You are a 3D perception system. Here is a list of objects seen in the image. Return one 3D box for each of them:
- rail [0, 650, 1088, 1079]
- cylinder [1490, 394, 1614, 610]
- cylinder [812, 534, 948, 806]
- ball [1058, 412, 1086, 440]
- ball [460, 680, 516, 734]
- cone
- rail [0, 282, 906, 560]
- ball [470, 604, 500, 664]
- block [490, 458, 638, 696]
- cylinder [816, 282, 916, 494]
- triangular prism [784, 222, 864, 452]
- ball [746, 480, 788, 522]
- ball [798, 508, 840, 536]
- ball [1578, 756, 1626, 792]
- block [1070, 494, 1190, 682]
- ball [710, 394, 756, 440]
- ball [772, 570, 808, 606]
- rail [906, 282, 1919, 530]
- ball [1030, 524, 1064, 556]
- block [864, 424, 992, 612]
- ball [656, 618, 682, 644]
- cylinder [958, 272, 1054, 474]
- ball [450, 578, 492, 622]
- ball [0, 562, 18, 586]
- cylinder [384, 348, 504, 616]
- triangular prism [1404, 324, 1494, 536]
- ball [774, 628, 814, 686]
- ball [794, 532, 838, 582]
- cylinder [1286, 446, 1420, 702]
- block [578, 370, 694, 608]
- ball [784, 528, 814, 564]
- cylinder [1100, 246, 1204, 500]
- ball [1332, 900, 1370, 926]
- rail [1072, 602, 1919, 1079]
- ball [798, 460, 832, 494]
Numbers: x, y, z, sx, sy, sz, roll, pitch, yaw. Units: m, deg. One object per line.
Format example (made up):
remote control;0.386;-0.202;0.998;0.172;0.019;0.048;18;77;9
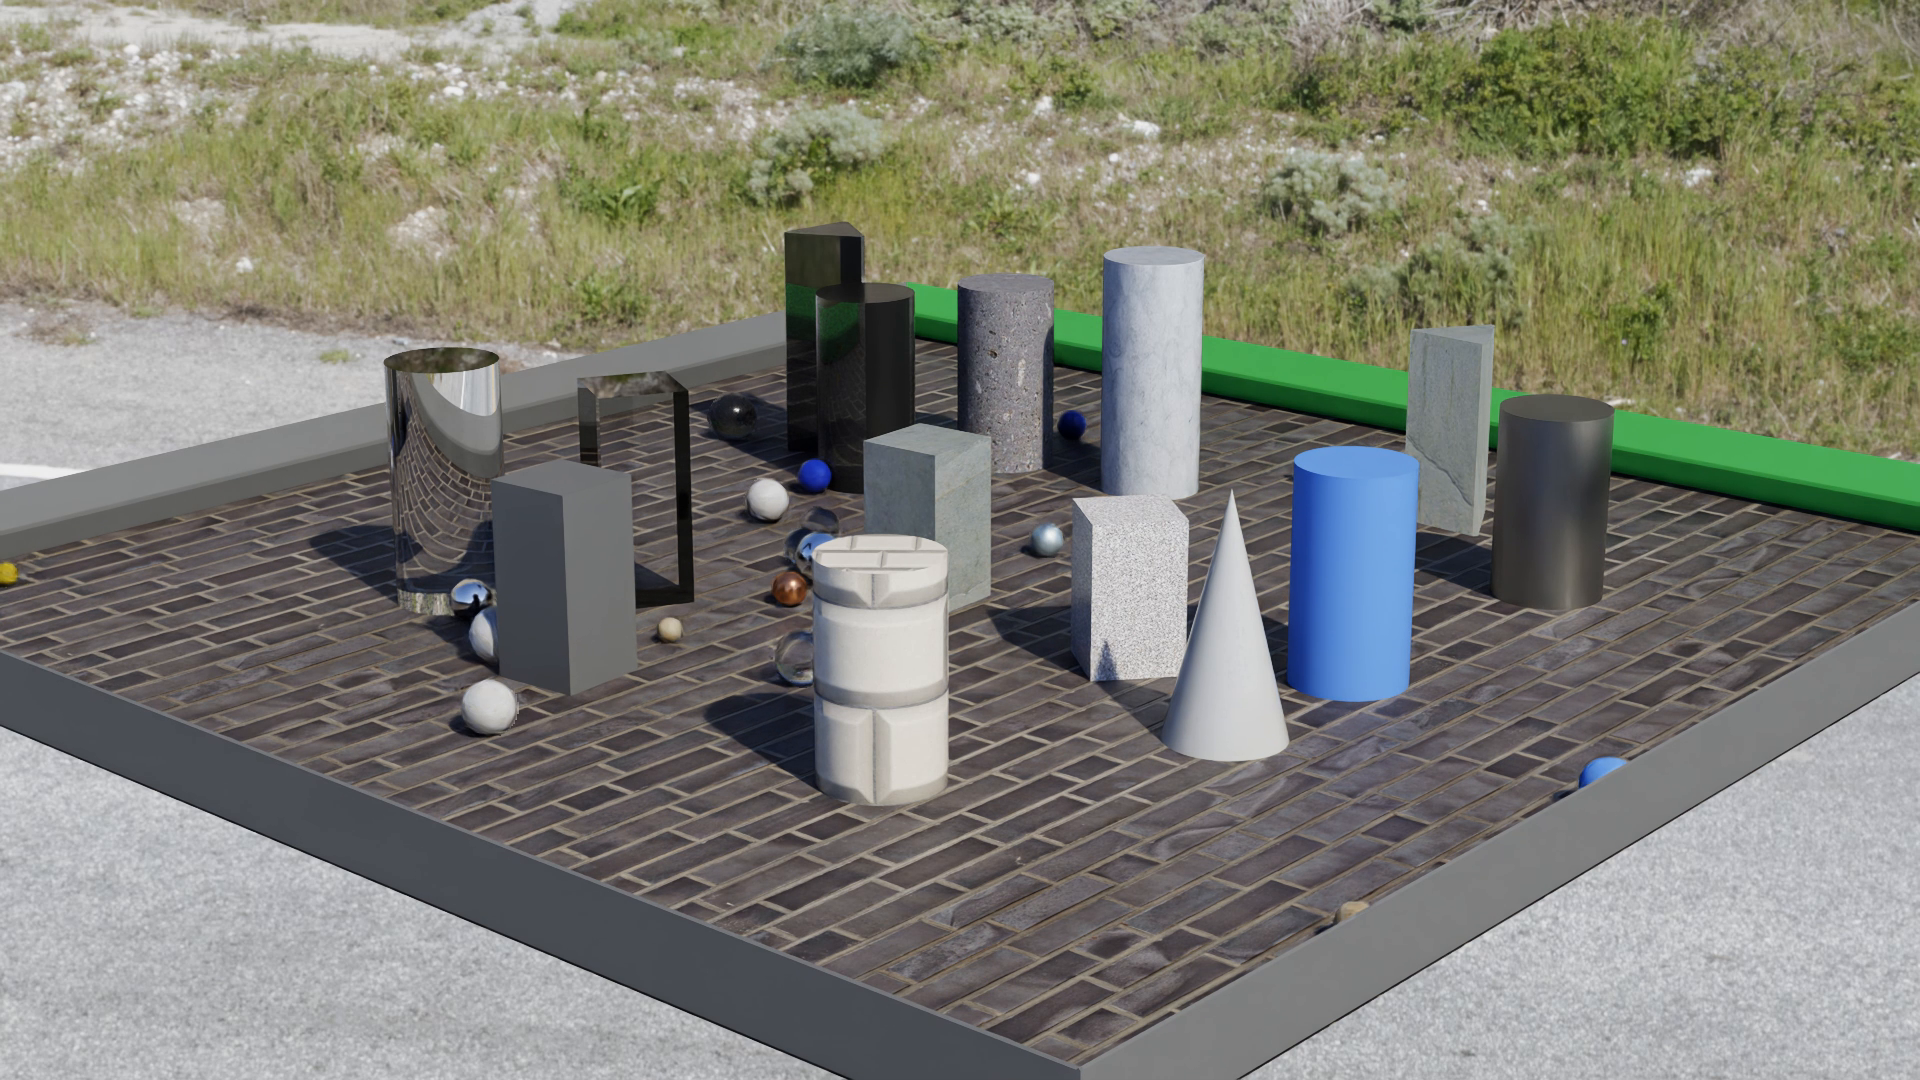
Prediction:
rail;-0.948;0.347;4.075;2.893;0.127;0.045;14;22;39
cylinder;1.027;-0.067;5.093;0.195;0.334;0.195;0;17;0
cylinder;-0.114;0.185;4.232;0.195;0.348;0.195;0;17;0
ball;0.234;-0.240;6.138;0.060;0.060;0.060;0;17;0
ball;-0.717;0.254;4.460;0.084;0.084;0.084;0;17;0
cone;0.402;0.112;4.394;0.195;0.394;0.195;0;17;0
rail;-1.074;-0.238;6.013;0.045;0.127;2.939;14;22;39
ball;-0.750;0.153;4.772;0.096;0.096;0.096;0;17;0
block;-0.632;0.057;4.688;0.156;0.329;0.156;12;21;35
cylinder;-0.185;-0.301;5.784;0.195;0.382;0.195;0;17;0
triangular prism;-0.256;-0.418;6.046;0.169;0.456;0.146;5;17;15
ball;-0.366;-0.075;5.555;0.081;0.081;0.081;0;17;0
ball;-0.258;-0.021;5.386;0.076;0.076;0.076;0;17;0
ball;0.917;0.348;4.148;0.084;0.084;0.084;0;17;0
block;0.273;0.076;4.746;0.156;0.261;0.156;-3;17;-9
ball;-0.475;-0.258;6.136;0.098;0.098;0.098;0;17;0
ball;-0.294;0.083;5.066;0.061;0.061;0.061;0;17;0
rail;0.948;-0.283;6.165;2.893;0.127;0.045;14;22;39
ball;0.159;-0.001;5.345;0.061;0.061;0.061;0;17;0
block;-0.056;-0.036;5.073;0.156;0.286;0.156;13;21;36
ball;-0.483;0.150;4.877;0.043;0.043;0.043;0;17;0
cylinder;0.092;-0.339;5.933;0.195;0.370;0.195;0;17;0
ball;-0.831;0.102;4.983;0.073;0.073;0.073;0;17;0
ball;-1.684;0.060;5.175;0.042;0.042;0.042;0;17;0
cylinder;-0.883;-0.103;5.053;0.195;0.425;0.195;0;17;0
triangular prism;0.953;-0.215;5.526;0.169;0.367;0.146;16;23;42
ball;-0.251;0.187;4.675;0.090;0.090;0.090;0;17;0
ball;-0.246;0.030;5.189;0.092;0.092;0.092;0;17;0
cylinder;0.621;0.052;4.647;0.195;0.363;0.195;0;17;0
block;-0.562;-0.086;5.080;0.156;0.378;0.156;-6;18;-20
ball;-0.283;0.012;5.292;0.068;0.068;0.068;0;17;0
cylinder;0.374;-0.326;5.724;0.195;0.465;0.195;0;17;0
ball;0.504;0.488;3.729;0.059;0.059;0.059;0;17;0
rail;1.074;0.301;4.227;0.045;0.127;2.939;14;22;39
ball;-0.286;-0.125;5.748;0.066;0.066;0.066;0;17;0
